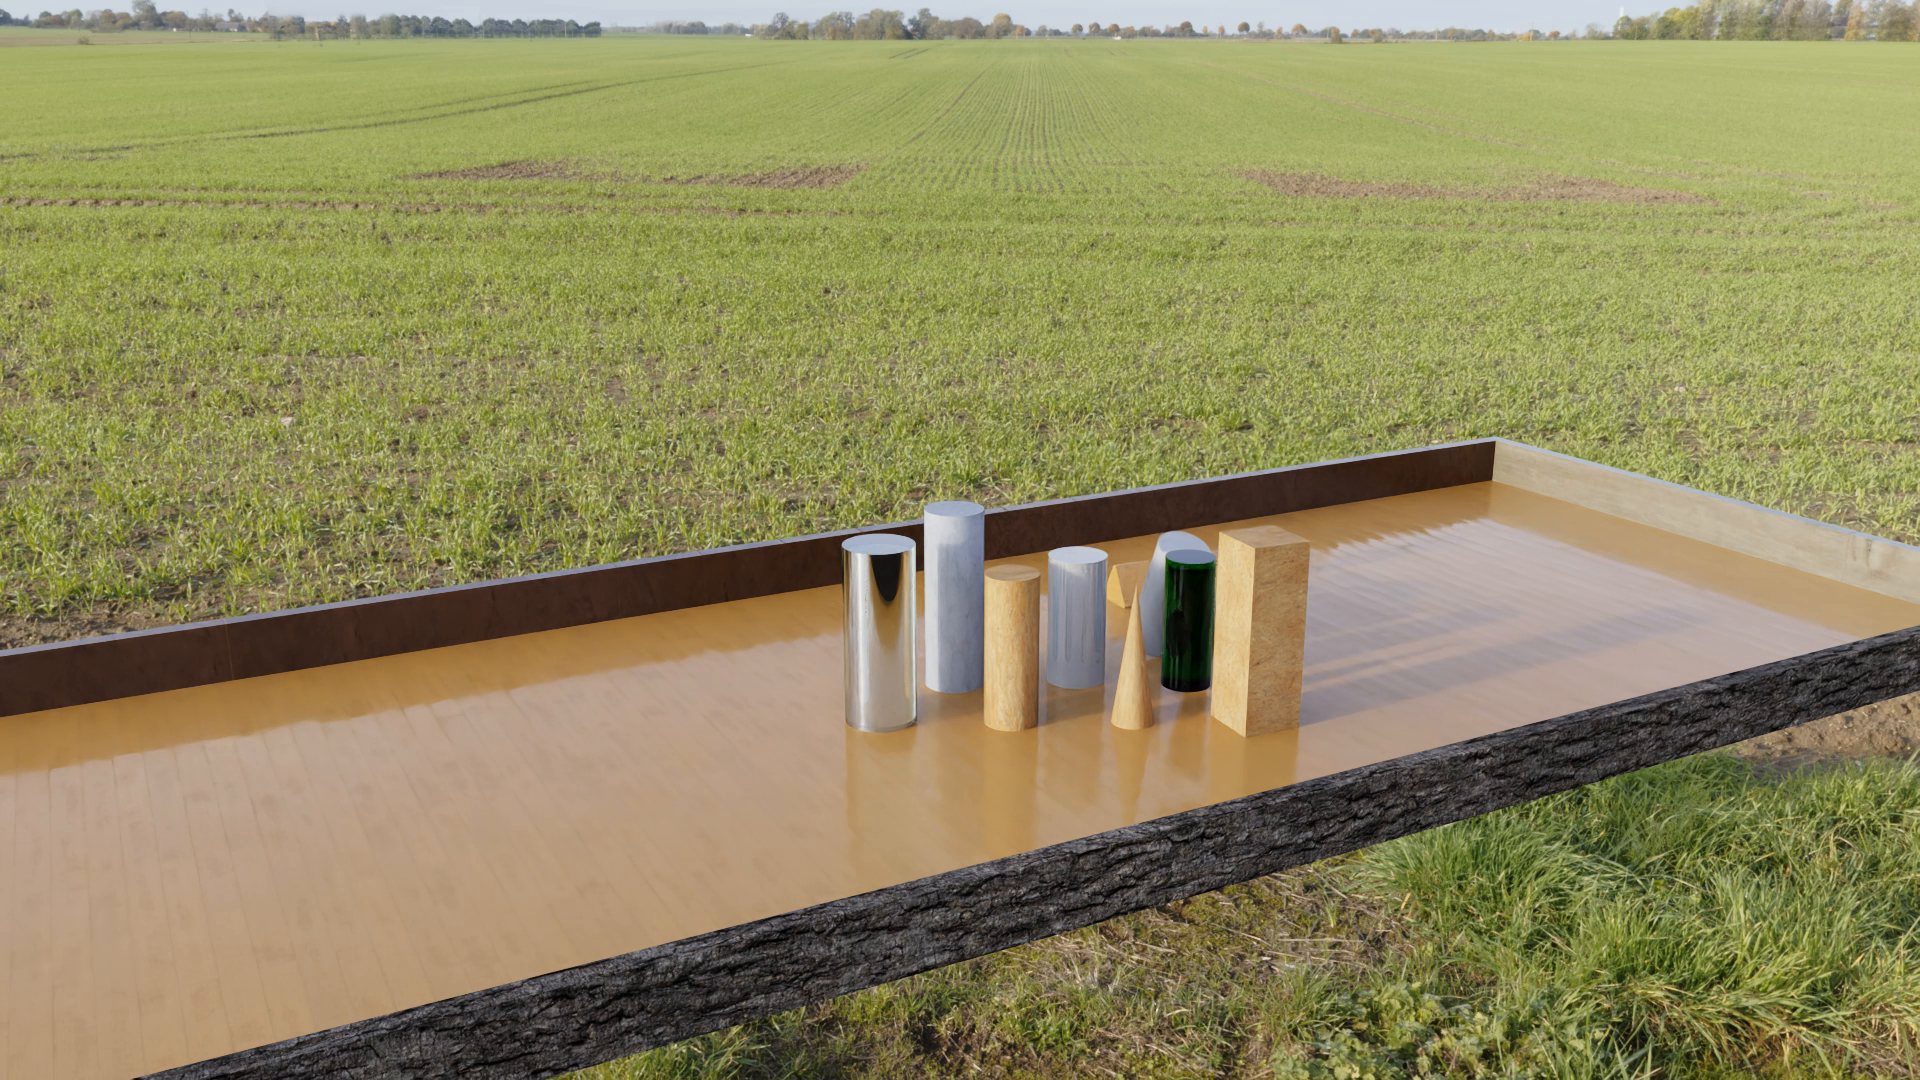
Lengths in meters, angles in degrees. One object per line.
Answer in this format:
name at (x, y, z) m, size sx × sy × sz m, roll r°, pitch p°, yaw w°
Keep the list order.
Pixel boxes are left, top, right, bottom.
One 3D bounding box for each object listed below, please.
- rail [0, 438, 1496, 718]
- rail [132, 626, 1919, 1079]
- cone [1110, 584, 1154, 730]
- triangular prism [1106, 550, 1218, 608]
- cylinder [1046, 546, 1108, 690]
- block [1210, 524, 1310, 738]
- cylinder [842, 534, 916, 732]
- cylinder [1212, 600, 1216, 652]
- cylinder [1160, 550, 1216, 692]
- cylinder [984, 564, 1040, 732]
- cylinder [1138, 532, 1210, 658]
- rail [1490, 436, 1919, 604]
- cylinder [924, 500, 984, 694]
rail at (-3.305, 0.497, 3.399) m, size 12.000 × 0.150 × 0.050 m, roll -9°, pitch 18°, yaw -27°
rail at (-2.336, 1.006, 1.665) m, size 12.000 × 0.150 × 0.050 m, roll -9°, pitch 18°, yaw -27°
cone at (0.407, 0.262, 3.849) m, size 0.101 × 0.346 × 0.101 m, roll 0°, pitch 16°, yaw 0°
triangular prism at (0.649, 0.098, 4.817) m, size 0.456 × 0.110 × 0.127 m, roll -7°, pitch 18°, yaw -24°
cylinder at (0.291, 0.193, 4.119) m, size 0.146 × 0.326 × 0.146 m, roll 0°, pitch 16°, yaw 0°
block at (0.696, 0.210, 3.833) m, size 0.148 × 0.455 × 0.148 m, roll -7°, pitch 18°, yaw -23°
cylinder at (-0.187, 0.217, 3.851) m, size 0.170 × 0.432 × 0.170 m, roll 0°, pitch 16°, yaw 0°
cylinder at (0.770, 0.201, 4.443) m, size 0.363 × 0.129 × 0.129 m, roll -15°, pitch 22°, yaw -41°
cylinder at (0.565, 0.200, 4.087) m, size 0.124 × 0.332 × 0.124 m, roll 0°, pitch 16°, yaw 0°
cylinder at (0.120, 0.252, 3.849) m, size 0.129 × 0.366 × 0.129 m, roll 0°, pitch 16°, yaw 0°
cylinder at (0.539, 0.142, 4.270) m, size 0.139 × 0.311 × 0.139 m, roll 9°, pitch 37°, yaw -7°
rail at (2.466, -0.048, 5.253) m, size 0.050 × 0.150 × 2.100 m, roll -9°, pitch 18°, yaw -27°
cylinder at (-0.014, 0.140, 4.077) m, size 0.148 × 0.452 × 0.148 m, roll 0°, pitch 16°, yaw 0°
